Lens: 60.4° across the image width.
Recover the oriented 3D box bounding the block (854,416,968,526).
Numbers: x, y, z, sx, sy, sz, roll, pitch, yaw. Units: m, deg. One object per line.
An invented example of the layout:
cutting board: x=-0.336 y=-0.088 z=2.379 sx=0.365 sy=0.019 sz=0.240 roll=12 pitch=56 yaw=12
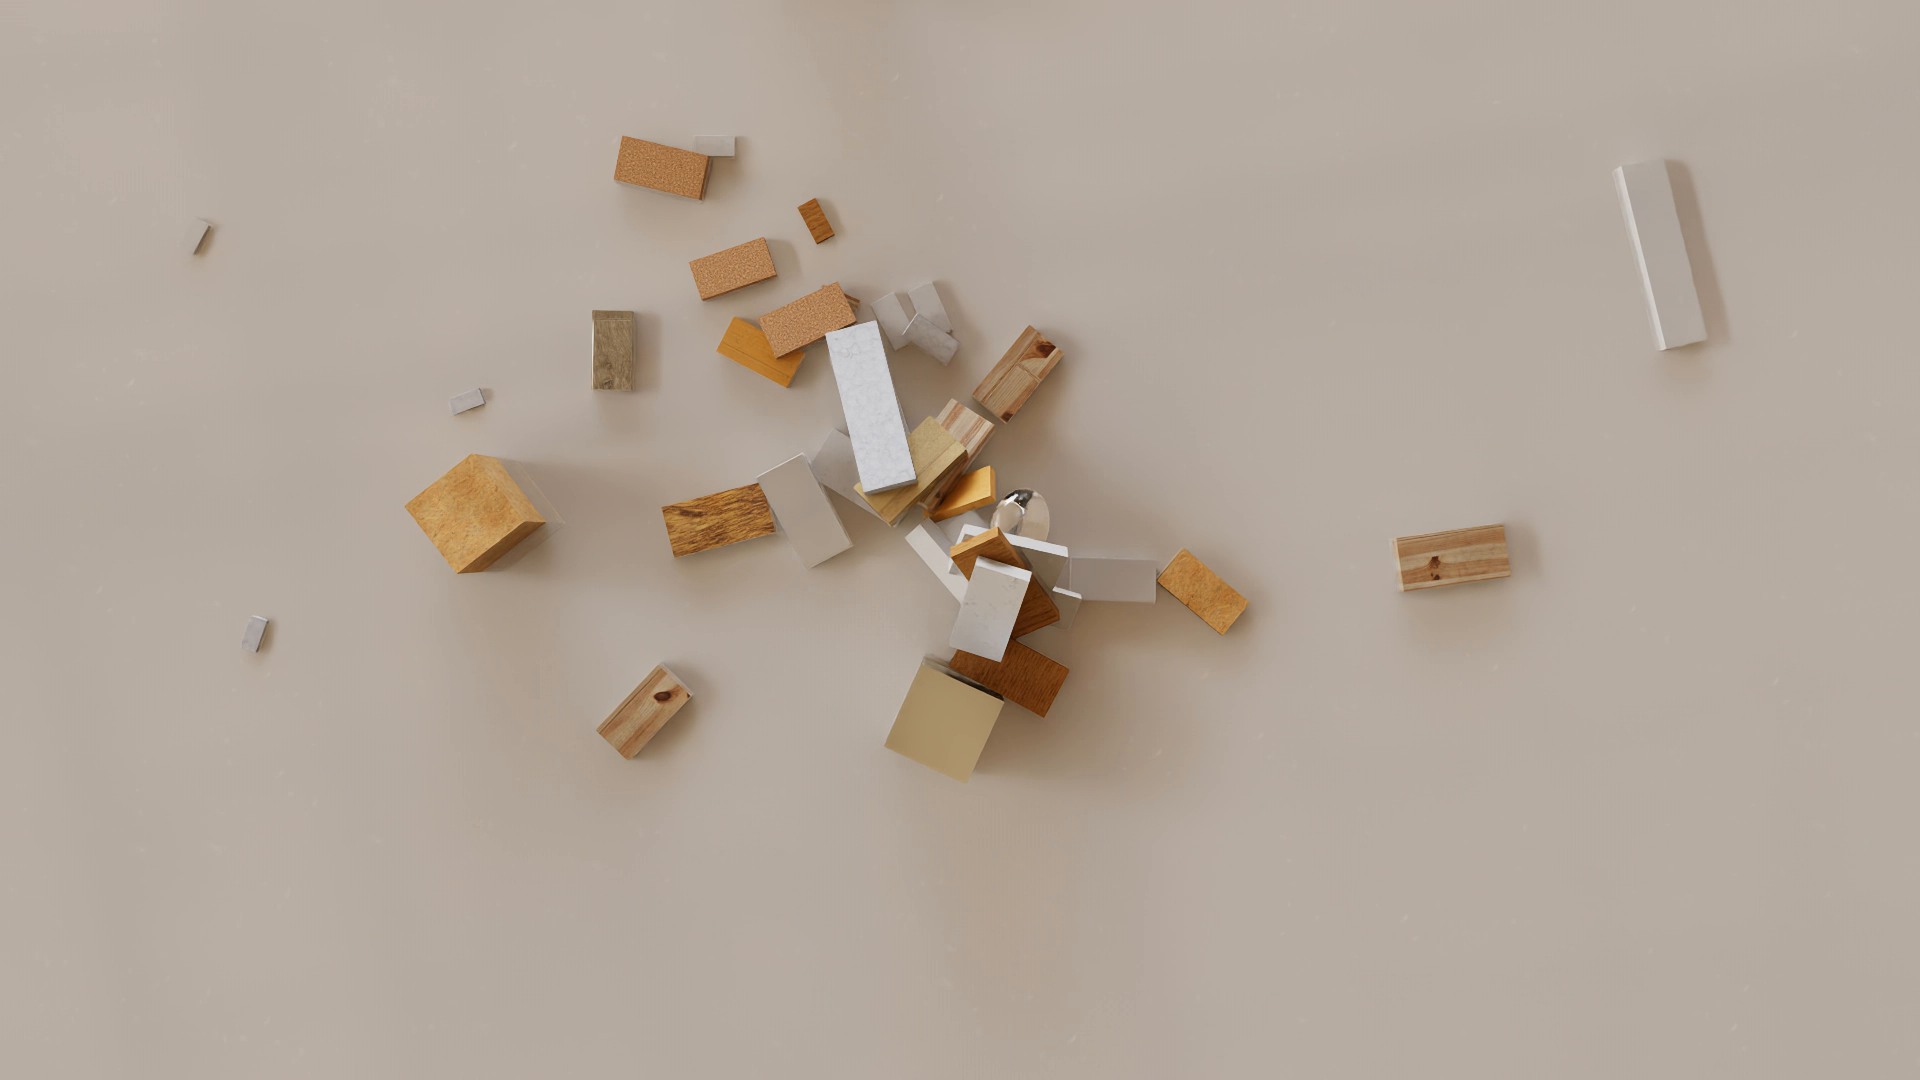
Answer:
block: x=-0.160 y=-0.225 z=5.366 sx=0.347 sy=0.049 sz=0.174 roll=-44 pitch=72 yaw=-7

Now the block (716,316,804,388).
block: x=-0.662 y=-0.623 z=5.481 sx=0.262 sy=0.037 sz=0.131 roll=27 pitch=90 yaw=0

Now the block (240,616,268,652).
block: x=-2.350 y=0.313 z=5.492 sx=0.056 sy=0.016 sz=0.112 roll=19 pitch=90 yaw=0

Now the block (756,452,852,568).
block: x=-0.513 y=-0.096 z=5.442 sx=0.172 sy=0.049 sz=0.344 roll=-27 pitch=99 yaw=4

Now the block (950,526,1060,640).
block: x=0.147 y=0.142 z=5.308 sx=0.172 sy=0.049 sz=0.416 roll=-25 pitch=126 yaw=18

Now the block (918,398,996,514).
block: x=-0.057 y=-0.277 z=5.421 sx=0.175 sy=0.050 sz=0.350 roll=33 pitch=79 yaw=17

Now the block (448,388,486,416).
block: x=-1.644 y=-0.461 z=5.492 sx=0.112 sy=0.016 sz=0.056 roll=-21 pitch=90 yaw=0

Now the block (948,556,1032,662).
block: x=0.094 y=0.223 z=5.285 sx=0.178 sy=0.050 sz=0.356 roll=17 pitch=128 yaw=0

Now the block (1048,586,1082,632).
block: x=0.261 y=0.207 z=5.441 sx=0.250 sy=0.035 sz=0.125 roll=16 pitch=112 yaw=-8

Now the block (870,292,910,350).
block: x=-0.219 y=-0.727 z=5.488 sx=0.087 sy=0.025 sz=0.175 roll=-28 pitch=90 yaw=0

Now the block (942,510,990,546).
block: x=0.030 y=-0.019 z=5.436 sx=0.128 sy=0.128 sz=0.128 roll=-39 pitch=90 yaw=0

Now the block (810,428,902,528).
block: x=-0.317 y=-0.206 z=5.475 sx=0.350 sy=0.050 sz=0.175 roll=31 pitch=90 yaw=0

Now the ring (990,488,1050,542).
ring: x=0.196 y=-0.039 z=5.393 sx=0.088 sy=0.265 sz=0.265 roll=16 pitch=90 yaw=37

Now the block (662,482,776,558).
block: x=-0.799 y=-0.067 z=5.476 sx=0.344 sy=0.049 sz=0.172 roll=-14 pitch=90 yaw=0

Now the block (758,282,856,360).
block: x=-0.504 y=-0.725 z=5.450 sx=0.291 sy=0.041 sz=0.145 roll=-25 pitch=87 yaw=-3

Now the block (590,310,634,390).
block: x=-1.155 y=-0.630 z=5.481 sx=0.131 sy=0.037 sz=0.262 roll=1 pitch=90 yaw=0

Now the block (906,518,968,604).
block: x=-0.046 y=0.072 z=5.424 sx=0.042 sy=0.149 sz=0.299 roll=-40 pitch=90 yaw=-28

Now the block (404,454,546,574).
block: x=-1.571 y=-0.084 z=5.364 sx=0.273 sy=0.273 sz=0.273 roll=-38 pitch=90 yaw=0

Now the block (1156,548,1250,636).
block: x=0.806 y=0.172 z=5.480 sx=0.283 sy=0.040 sz=0.141 roll=40 pitch=90 yaw=0

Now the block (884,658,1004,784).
block: x=-0.050 y=0.582 z=5.356 sx=0.288 sy=0.288 sz=0.288 roll=25 pitch=90 yaw=0

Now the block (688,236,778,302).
block: x=-0.754 y=-0.900 z=5.481 sx=0.262 sy=0.037 sz=0.131 roll=-19 pitch=90 yaw=0

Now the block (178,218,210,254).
block: x=-2.549 y=-1.012 z=5.492 sx=0.056 sy=0.016 sz=0.112 roll=29 pitch=90 yaw=0

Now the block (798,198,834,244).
block: x=-0.479 y=-1.061 z=5.490 sx=0.068 sy=0.019 sz=0.136 roll=-28 pitch=90 yaw=0

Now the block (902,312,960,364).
block: x=-0.094 y=-0.666 z=5.463 sx=0.175 sy=0.025 sz=0.087 roll=33 pitch=98 yaw=-12

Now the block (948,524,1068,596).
block: x=0.154 y=0.065 z=5.308 sx=0.347 sy=0.049 sz=0.174 roll=13 pitch=128 yaw=-12

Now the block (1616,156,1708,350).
block: x=2.332 y=-0.952 z=5.480 sx=0.141 sy=0.040 sz=0.624 roll=-14 pitch=90 yaw=0

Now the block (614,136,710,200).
block: x=-0.988 y=-1.234 z=5.469 sx=0.291 sy=0.041 sz=0.145 roll=13 pitch=98 yaw=0

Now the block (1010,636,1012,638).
block: x=0.130 y=0.360 z=5.482 sx=0.125 sy=0.035 sz=0.250 roll=-24 pitch=90 yaw=0

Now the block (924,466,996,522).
block: x=-0.002 y=-0.146 z=5.401 sx=0.250 sy=0.035 sz=0.125 roll=-19 pitch=49 yaw=23

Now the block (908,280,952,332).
block: x=-0.099 y=-0.763 z=5.488 sx=0.087 sy=0.025 sz=0.175 roll=-24 pitch=90 yaw=0

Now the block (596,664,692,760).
block: x=-1.049 y=0.573 z=5.479 sx=0.149 sy=0.042 sz=0.299 roll=44 pitch=90 yaw=0

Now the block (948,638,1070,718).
block: x=0.162 y=0.422 z=5.439 sx=0.356 sy=0.050 sz=0.178 roll=28 pitch=90 yaw=0

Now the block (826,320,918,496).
block: x=-0.290 y=-0.432 z=5.370 sx=0.174 sy=0.049 sz=0.559 roll=-15 pitch=76 yaw=1

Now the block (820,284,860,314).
block: x=-0.409 y=-0.793 z=5.490 sx=0.136 sy=0.019 sz=0.068 roll=23 pitch=90 yaw=0

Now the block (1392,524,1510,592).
block: x=1.631 y=0.058 z=5.475 sx=0.356 sy=0.050 sz=0.178 roll=-8 pitch=90 yaw=0

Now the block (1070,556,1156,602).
block: x=0.508 y=0.131 z=5.480 sx=0.283 sy=0.040 sz=0.141 roll=2 pitch=90 yaw=0

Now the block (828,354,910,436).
block: x=-0.299 y=-0.473 z=5.447 sx=0.175 sy=0.050 sz=0.350 roll=-18 pitch=81 yaw=0

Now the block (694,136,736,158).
block: x=-0.818 y=-1.310 z=5.490 sx=0.136 sy=0.019 sz=0.068 roll=0 pitch=90 yaw=0

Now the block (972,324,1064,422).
block: x=0.192 y=-0.550 z=5.479 sx=0.149 sy=0.042 sz=0.299 roll=40 pitch=90 yaw=0
